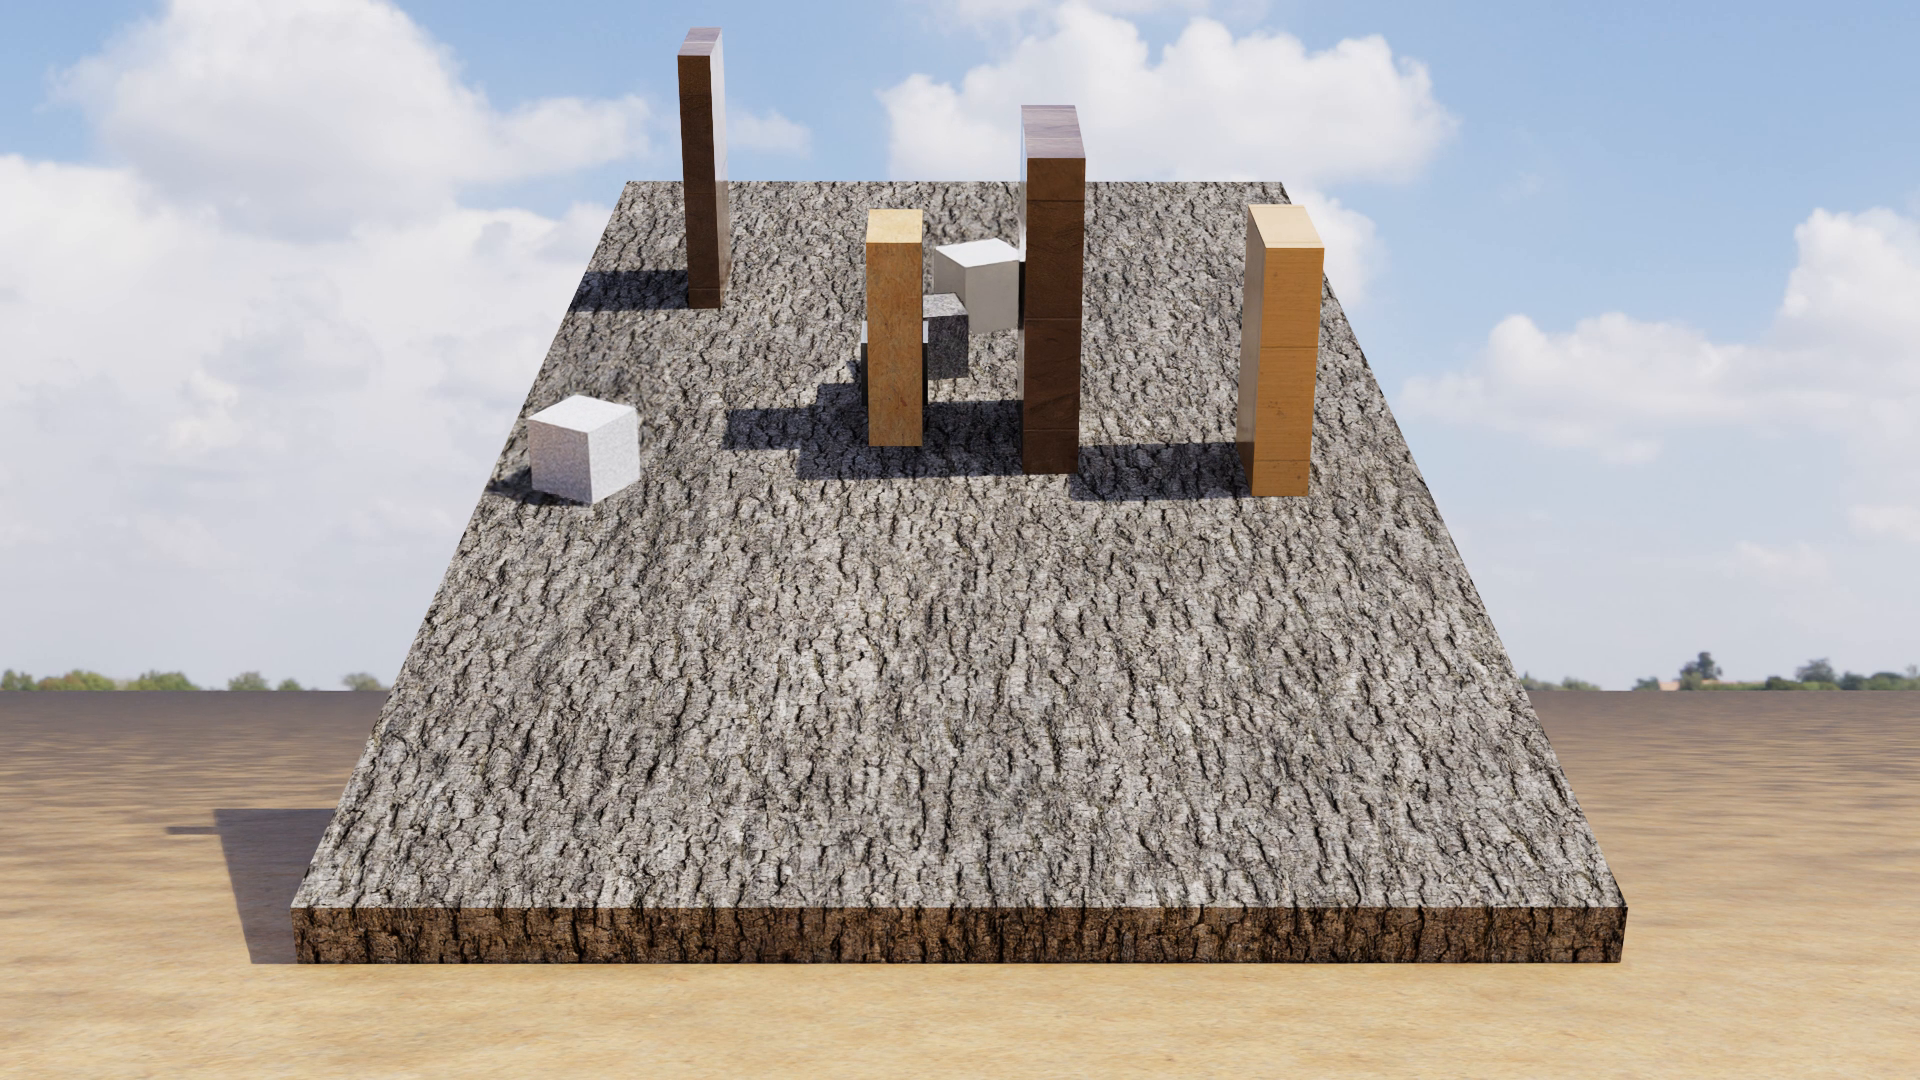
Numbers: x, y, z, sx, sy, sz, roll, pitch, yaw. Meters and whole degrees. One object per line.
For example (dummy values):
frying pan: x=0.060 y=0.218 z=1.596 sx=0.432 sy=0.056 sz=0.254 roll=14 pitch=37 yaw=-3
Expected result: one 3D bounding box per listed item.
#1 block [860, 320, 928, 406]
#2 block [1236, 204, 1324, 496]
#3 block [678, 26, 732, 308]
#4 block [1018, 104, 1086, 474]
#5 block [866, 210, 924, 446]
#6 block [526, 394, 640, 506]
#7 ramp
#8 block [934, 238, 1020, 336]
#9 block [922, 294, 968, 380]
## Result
block: x=-0.151 y=-0.412 z=5.423 sx=0.153 sy=0.153 sz=0.153 roll=0 pitch=24 yaw=-1
block: x=0.673 y=-0.403 z=4.934 sx=0.118 sy=0.543 sz=0.308 roll=0 pitch=24 yaw=0
block: x=-0.658 y=-0.965 z=6.034 sx=0.081 sy=0.656 sz=0.332 roll=0 pitch=24 yaw=0
block: x=0.194 y=-0.551 z=5.075 sx=0.119 sy=0.694 sz=0.445 roll=0 pitch=24 yaw=0
block: x=-0.142 y=-0.472 z=5.175 sx=0.118 sy=0.468 sz=0.248 roll=0 pitch=24 yaw=0
block: x=-0.793 y=-0.192 z=4.923 sx=0.162 sy=0.162 sz=0.162 roll=14 pitch=28 yaw=27
ramp: x=-0.008 y=-0.229 z=5.326 sx=2.000 sy=0.100 sz=4.000 roll=0 pitch=24 yaw=0
block: x=0.055 y=-0.640 z=5.894 sx=0.182 sy=0.182 sz=0.182 roll=-11 pitch=27 yaw=-24
block: x=-0.074 y=-0.485 z=5.578 sx=0.159 sy=0.159 sz=0.159 roll=-5 pitch=25 yaw=-11
